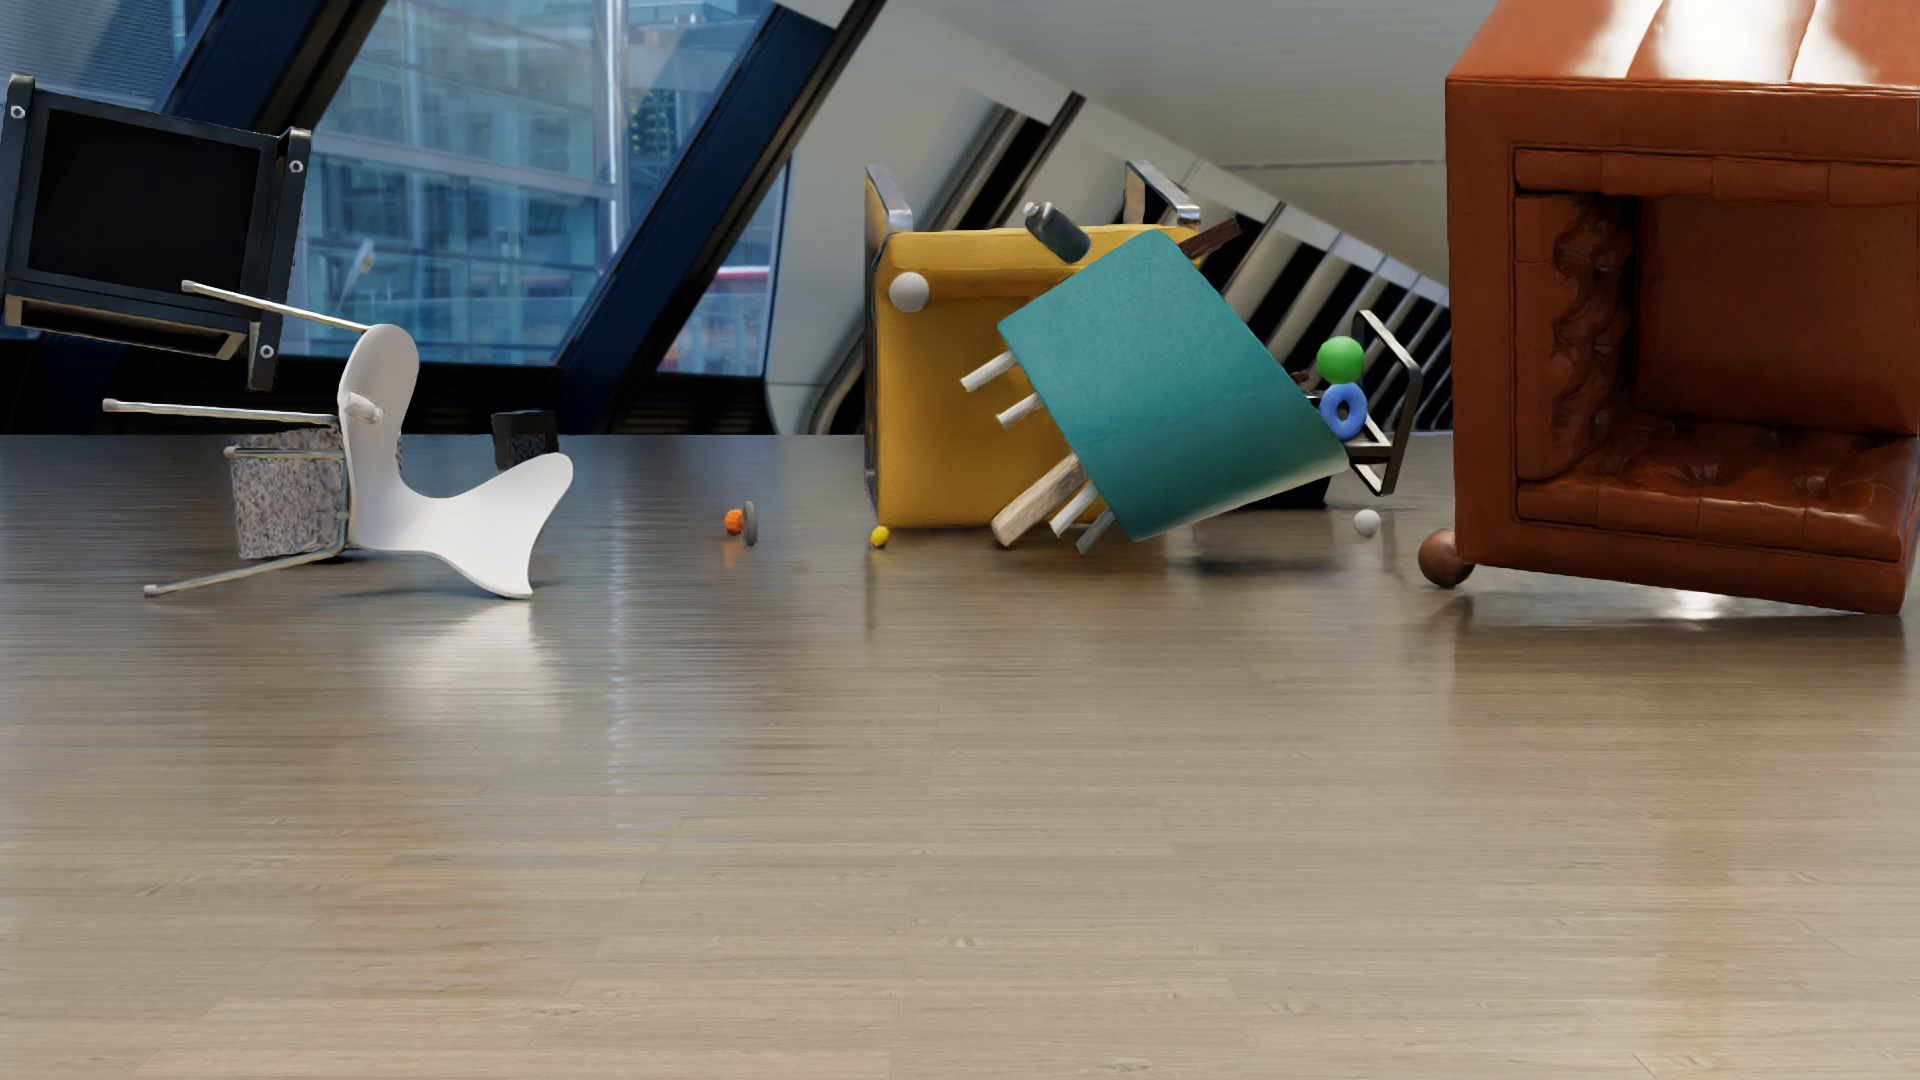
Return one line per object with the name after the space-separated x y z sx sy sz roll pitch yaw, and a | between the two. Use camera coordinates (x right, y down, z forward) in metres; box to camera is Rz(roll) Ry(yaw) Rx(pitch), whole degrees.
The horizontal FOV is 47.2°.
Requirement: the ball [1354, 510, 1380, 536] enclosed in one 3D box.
1.243 -0.053 6.711 0.082 0.082 0.082 0 4 0 | ball

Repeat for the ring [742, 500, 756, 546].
-0.603 -0.048 6.301 0.029 0.130 0.102 -2 -5 -15 | ring

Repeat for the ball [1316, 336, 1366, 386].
0.812 -0.382 4.688 0.104 0.104 0.104 0 4 0 | ball

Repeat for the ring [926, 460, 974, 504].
-0.041 -0.226 8.533 0.190 0.155 0.128 -39 -41 19 | ring

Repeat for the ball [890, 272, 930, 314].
-0.134 -0.658 5.845 0.109 0.109 0.109 0 4 0 | ball

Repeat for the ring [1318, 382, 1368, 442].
1.440 -0.485 8.266 0.217 0.234 0.055 -2 10 -27 | ring

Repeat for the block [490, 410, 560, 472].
-1.489 -0.343 7.536 0.157 0.195 0.215 -8 8 -29 | block

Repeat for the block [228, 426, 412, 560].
-1.690 -0.125 5.812 0.311 0.314 0.310 -6 0 35 | block
